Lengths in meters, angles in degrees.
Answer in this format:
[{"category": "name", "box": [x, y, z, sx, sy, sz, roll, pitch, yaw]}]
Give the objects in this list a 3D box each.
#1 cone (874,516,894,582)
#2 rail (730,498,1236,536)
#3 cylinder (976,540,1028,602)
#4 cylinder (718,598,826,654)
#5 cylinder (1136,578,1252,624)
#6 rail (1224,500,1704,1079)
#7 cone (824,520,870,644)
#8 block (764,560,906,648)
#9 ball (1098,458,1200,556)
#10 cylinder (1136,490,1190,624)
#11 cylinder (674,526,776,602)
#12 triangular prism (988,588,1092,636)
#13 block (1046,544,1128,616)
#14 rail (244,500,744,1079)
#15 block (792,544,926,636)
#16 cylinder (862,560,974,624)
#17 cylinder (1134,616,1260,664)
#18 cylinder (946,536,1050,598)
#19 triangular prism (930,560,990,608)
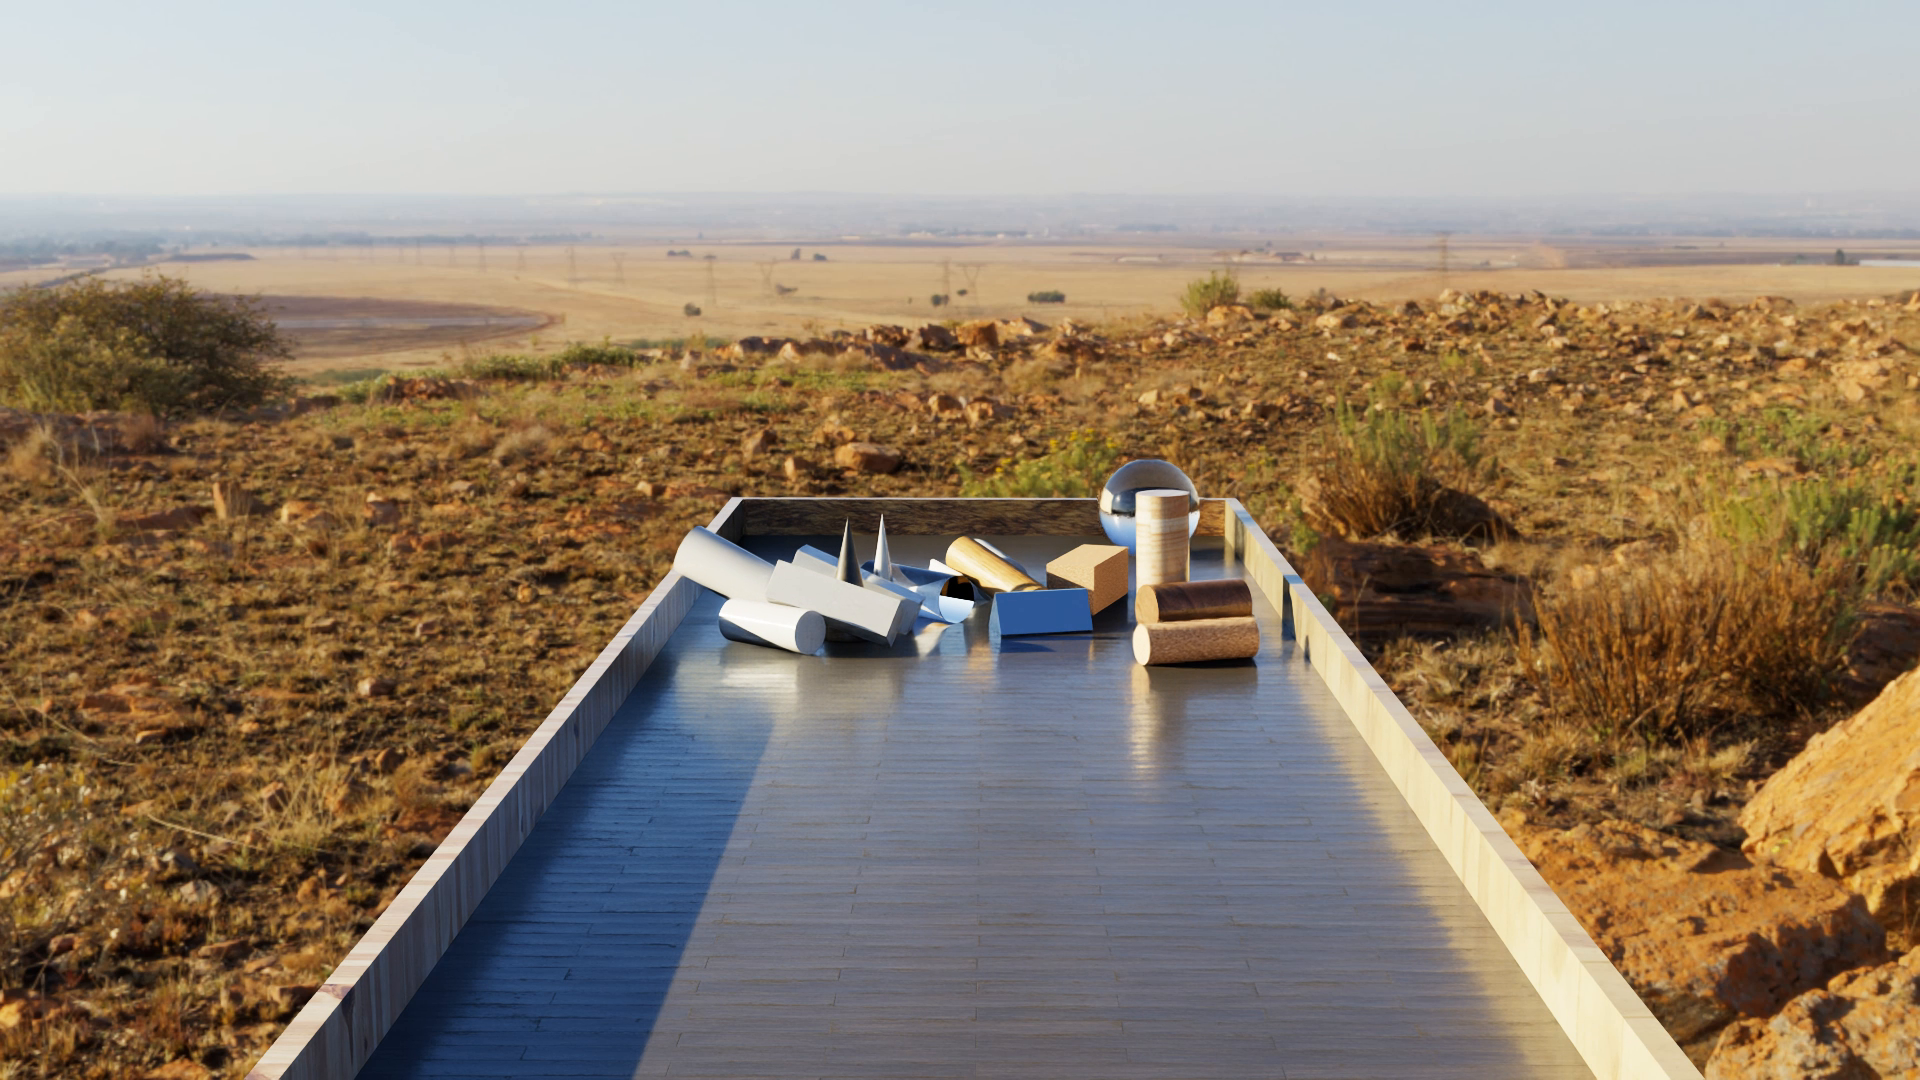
[{"category": "cone", "box": [-0.254, 0.094, 7.226, 0.114, 0.372, 0.114, 0, 9, 0]}, {"category": "rail", "box": [0.099, -0.098, 9.147, 2.100, 0.150, 0.050, 0, 9, 1]}, {"category": "cylinder", "box": [0.108, 0.111, 7.789, 0.163, 0.163, 0.449, -2, 9, -12]}, {"category": "cylinder", "box": [-0.588, 0.268, 6.875, 0.334, 0.139, 0.139, 8, 12, 40]}, {"category": "cylinder", "box": [0.754, 0.217, 7.094, 0.335, 0.170, 0.170, -3, 10, -21]}, {"category": "rail", "box": [1.046, 0.843, 3.208, 0.050, 0.150, 12.000, 0, 9, 1]}, {"category": "cone", "box": [-0.355, 0.120, 6.997, 0.170, 0.393, 0.170, 0, 9, 0]}, {"category": "block", "box": [-0.391, 0.200, 6.878, 0.412, 0.124, 0.124, 18, -16, 12]}, {"category": "ball", "box": [0.734, -0.121, 8.528, 0.390, 0.390, 0.390, 0, 9, 0]}, {"category": "cylinder", "box": [0.666, 0.061, 7.224, 0.173, 0.434, 0.173, -1, 8, 0]}, {"category": "cylinder", "box": [-0.739, 0.116, 7.276, 0.383, 0.172, 0.172, 28, 17, 14]}, {"category": "triangular prism", "box": [0.262, 0.227, 7.148, 0.310, 0.128, 0.148, -2, 9, -15]}, {"category": "block", "box": [0.445, 0.135, 7.629, 0.166, 0.166, 0.443, 3, 10, 19]}, {"category": "rail", "box": [-1.004, 0.839, 3.234, 0.050, 0.150, 12.000, 0, 9, 1]}, {"category": "block", "box": [-0.339, 0.160, 7.142, 0.431, 0.114, 0.114, 24, 13, 7]}, {"category": "cylinder", "box": [-0.156, 0.172, 7.417, 0.159, 0.159, 0.425, -8, 12, -43]}, {"category": "cylinder", "box": [0.719, 0.305, 6.687, 0.365, 0.124, 0.124, -3, 10, -19]}, {"category": "cylinder", "box": [0.131, 0.132, 7.403, 0.132, 0.132, 0.442, -7, 26, -36]}, {"category": "triangular prism", "box": [-0.028, 0.148, 7.549, 0.140, 0.122, 0.331, -23, 15, -14]}]
